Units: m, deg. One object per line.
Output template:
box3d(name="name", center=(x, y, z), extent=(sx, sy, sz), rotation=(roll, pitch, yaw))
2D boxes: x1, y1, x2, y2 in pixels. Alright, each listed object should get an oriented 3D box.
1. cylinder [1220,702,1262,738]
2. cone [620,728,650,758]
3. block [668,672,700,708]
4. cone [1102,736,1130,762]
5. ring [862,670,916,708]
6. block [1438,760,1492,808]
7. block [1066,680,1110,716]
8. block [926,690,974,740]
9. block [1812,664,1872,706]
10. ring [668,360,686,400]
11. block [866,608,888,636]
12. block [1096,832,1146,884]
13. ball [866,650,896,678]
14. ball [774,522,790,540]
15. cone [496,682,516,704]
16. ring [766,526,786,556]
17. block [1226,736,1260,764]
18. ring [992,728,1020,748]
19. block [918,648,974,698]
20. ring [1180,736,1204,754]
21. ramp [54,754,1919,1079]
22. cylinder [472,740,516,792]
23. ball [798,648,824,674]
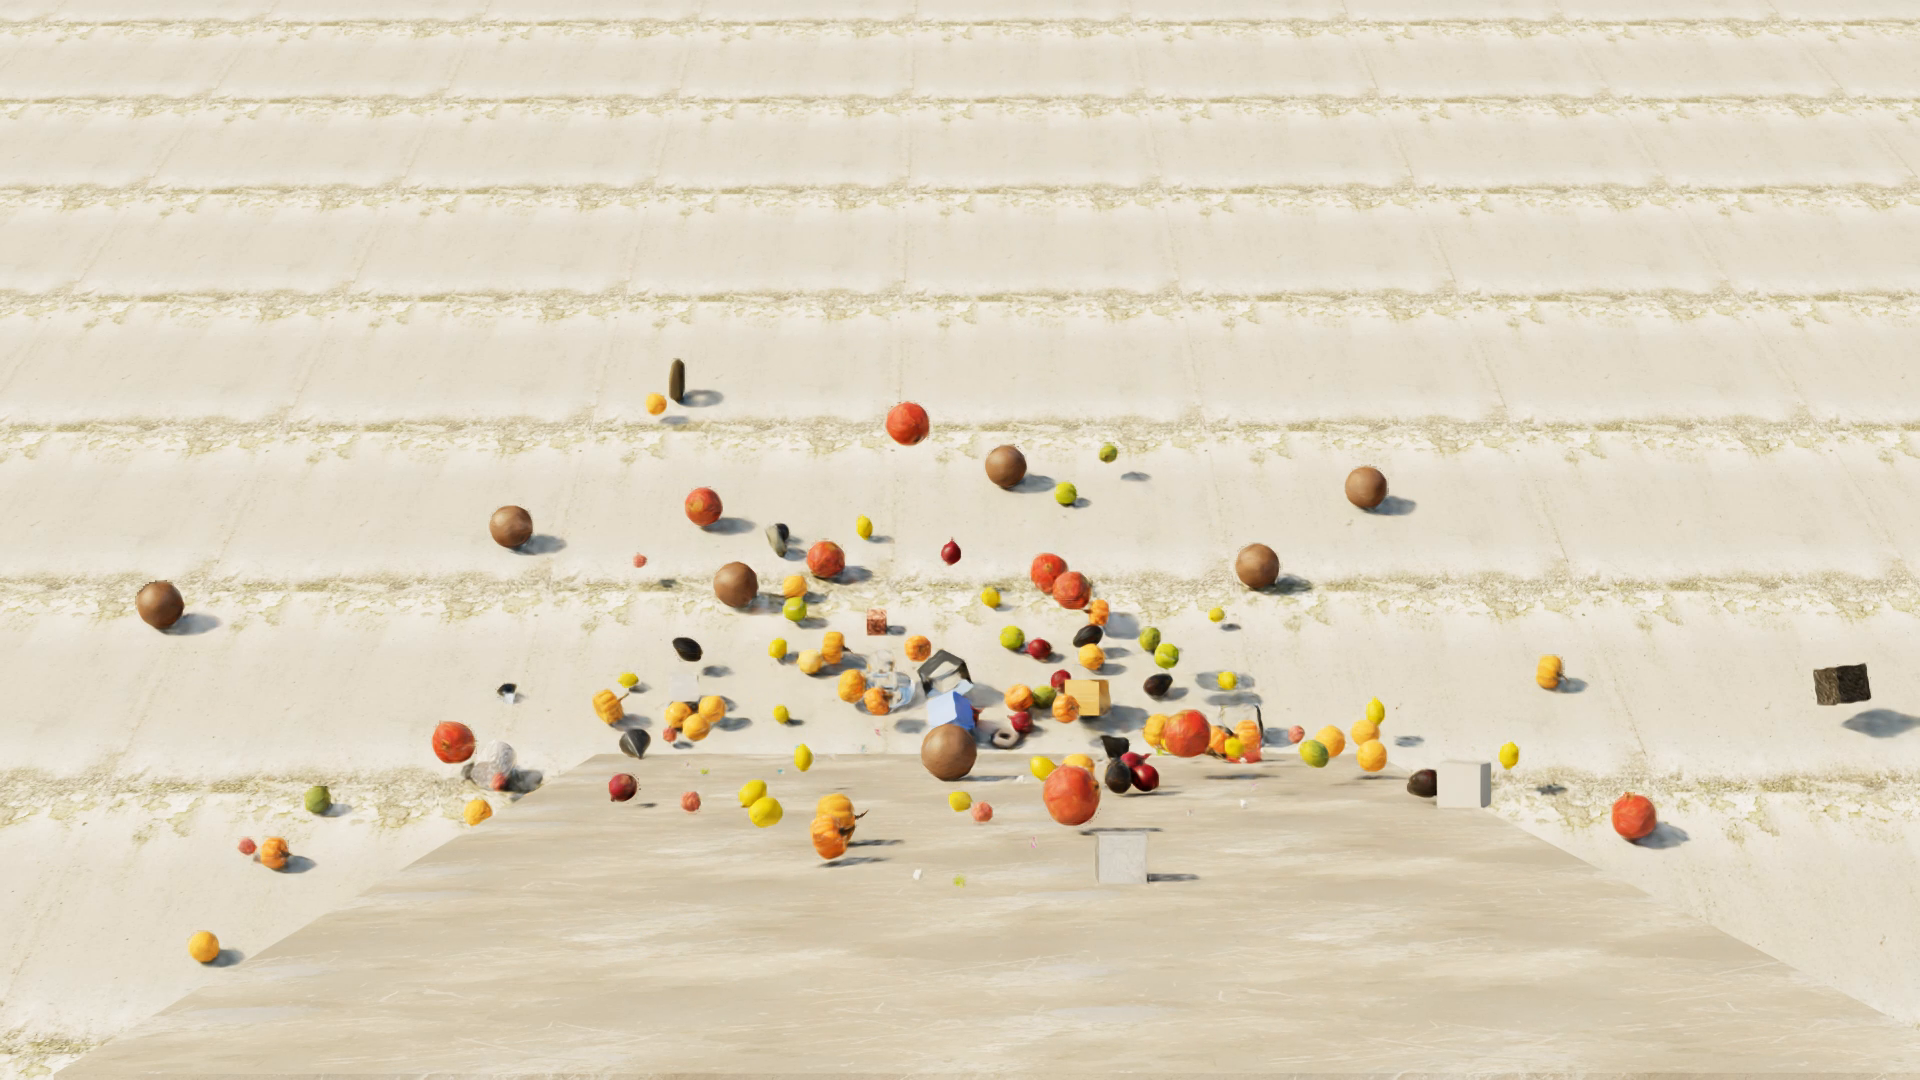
box3d(name="cylinder", center=(0.743, 0.483, 6.847), extent=(0.096, 0.096, 0.096), rotation=(-8, 31, -4))
box3d(name="cone", center=(-0.814, 0.532, 6.540), extent=(0.081, 0.081, 0.081), rotation=(-8, 29, -14))
box3d(name="block", center=(-0.744, 0.404, 6.976), extent=(0.077, 0.077, 0.077), rotation=(-3, -13, -5))
box3d(name="cone", center=(0.370, 0.500, 6.387), extent=(0.071, 0.071, 0.071), rotation=(-33, 35, 26))
box3d(name="ring", center=(-0.195, 0.405, 7.033), extent=(0.147, 0.049, 0.147), rotation=(-1, 31, 0))
box3d(name="block", center=(1.041, 0.504, 5.342), extent=(0.090, 0.090, 0.090), rotation=(0, 0, 26))
box3d(name="block", center=(0.342, 0.420, 6.915), extent=(0.092, 0.092, 0.092), rotation=(-1, -1, 22))
box3d(name="block", center=(-0.024, 0.462, 6.836), extent=(0.084, 0.084, 0.084), rotation=(-27, 55, 25))
box3d(name="block", center=(2.342, 0.386, 6.872), extent=(0.097, 0.097, 0.097), rotation=(-4, -7, -20))
box3d(name="ring", center=(-0.935, -0.528, 8.558), extent=(0.045, 0.135, 0.135), rotation=(5, 30, -2))
box3d(name="block", center=(-0.236, 0.233, 7.326), extent=(0.054, 0.054, 0.054), rotation=(2, 30, 3))
box3d(name="block", center=(0.259, 0.511, 4.172), extent=(0.075, 0.075, 0.075), rotation=(0, 0, -2))
box3d(name="ball", center=(-0.215, 0.336, 7.031), extent=(0.078, 0.078, 0.078), rotation=(0, 30, 0))
box3d(name="ball", center=(-0.540, -0.023, 7.762), extent=(0.060, 0.060, 0.060), rotation=(0, 30, 0))
box3d(name="cone", center=(-1.222, 0.426, 7.019), extent=(0.055, 0.055, 0.055), rotation=(-12, 58, -20))
box3d(name="ring", center=(-0.546, 0.003, 7.683), extent=(0.032, 0.097, 0.097), rotation=(-26, 36, -12))
box3d(name="block", center=(0.703, 0.519, 6.411), extent=(0.062, 0.062, 0.062), rotation=(0, 0, 34))
box3d(name="ring", center=(0.121, 0.525, 6.849), extent=(0.078, 0.026, 0.078), rotation=(0, 30, 0))
box3d(name="block", center=(-0.040, 0.373, 7.013), extent=(0.095, 0.095, 0.095), rotation=(25, 56, 40))
box3d(name="ring", center=(0.629, 0.534, 6.751), extent=(0.115, 0.038, 0.115), rotation=(-1, -1, 0))
box3d(name="ramp", center=(0.067, 0.599, 4.658), extent=(2.000, 0.100, 4.000), rotation=(0, 0, 0))
box3d(name="cylinder", center=(-1.203, 0.583, 6.681), extent=(0.094, 0.094, 0.094), rotation=(3, 30, 6))
box3d(name="ball", center=(-0.413, 0.335, 7.133), extent=(0.070, 0.070, 0.070), rotation=(0, 30, 0))
